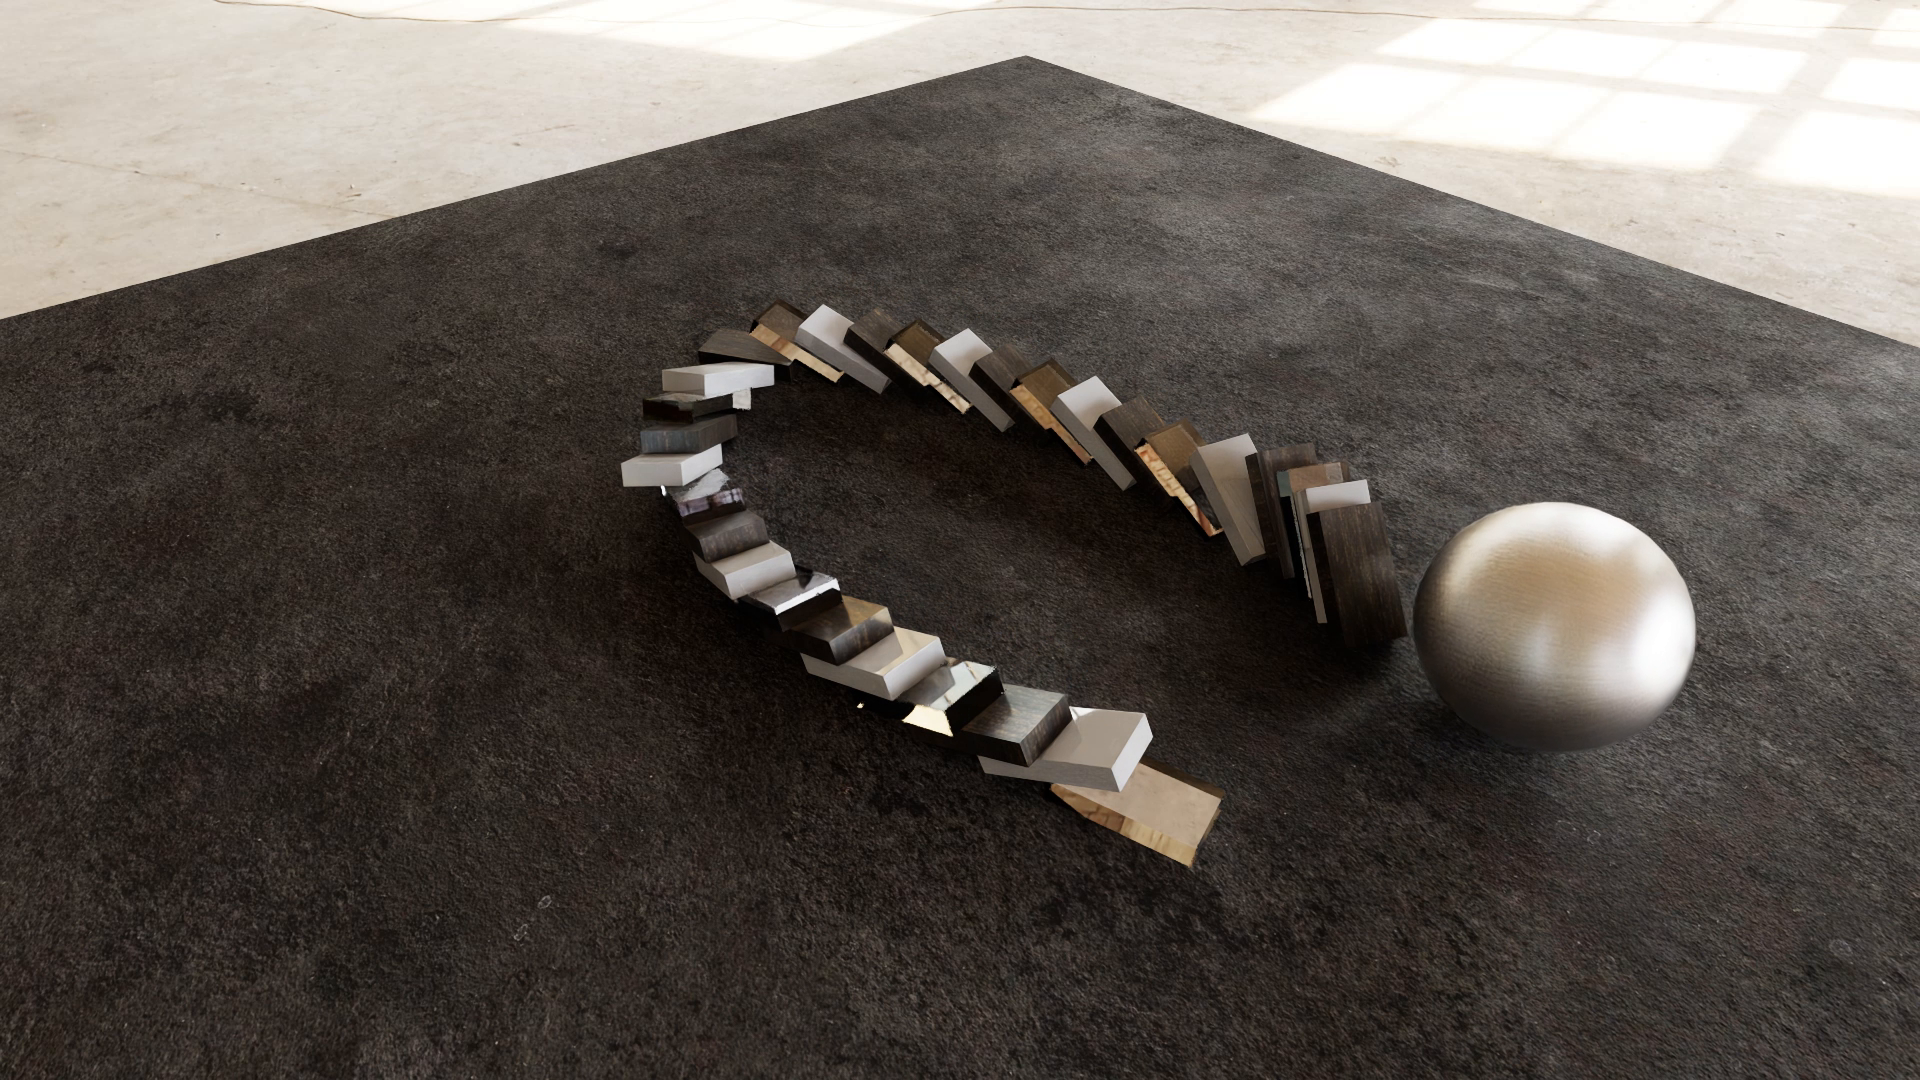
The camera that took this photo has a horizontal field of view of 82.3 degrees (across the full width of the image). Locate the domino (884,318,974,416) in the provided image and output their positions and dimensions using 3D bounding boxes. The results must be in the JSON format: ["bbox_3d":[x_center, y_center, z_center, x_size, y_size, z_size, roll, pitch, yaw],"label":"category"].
[{"bbox_3d":[-0.009,-0.084,0.530,0.050,0.010,0.025,40,49,7],"label":"domino"}]

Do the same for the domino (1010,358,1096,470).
[{"bbox_3d":[0.049,-0.058,0.498,0.025,0.009,0.050,-32,74,-33],"label":"domino"}]

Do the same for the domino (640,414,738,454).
[{"bbox_3d":[-0.118,-0.047,0.484,0.025,0.010,0.050,1,14,7],"label":"domino"}]

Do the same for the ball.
[{"bbox_3d":[0.189,0.028,0.354,0.080,0.080,0.080,0,39,0],"label":"ball"}]

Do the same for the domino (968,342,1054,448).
[{"bbox_3d":[0.030,-0.067,0.510,0.050,0.009,0.025,46,54,12],"label":"domino"}]

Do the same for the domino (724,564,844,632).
[{"bbox_3d":[-0.066,0.019,0.404,0.025,0.009,0.050,-26,21,-28],"label":"domino"}]

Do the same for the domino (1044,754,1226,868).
[{"bbox_3d":[0.055,0.080,0.346,0.050,0.010,0.025,21,44,24],"label":"domino"}]

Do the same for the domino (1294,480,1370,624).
[{"bbox_3d":[0.143,0.004,0.412,0.025,0.050,0.010,-9,-4,-11],"label":"domino"}]

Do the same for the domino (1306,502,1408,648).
[{"bbox_3d":[0.145,0.013,0.402,0.025,0.050,0.009,-9,-4,-11],"label":"domino"}]

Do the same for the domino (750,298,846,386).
[{"bbox_3d":[-0.077,-0.099,0.550,0.050,0.009,0.025,32,44,1],"label":"domino"}]

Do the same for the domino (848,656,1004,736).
[{"bbox_3d":[-0.012,0.049,0.367,0.025,0.009,0.050,-35,26,-34],"label":"domino"}]

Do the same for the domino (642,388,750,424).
[{"bbox_3d":[-0.119,-0.062,0.503,0.025,0.009,0.050,7,16,18],"label":"domino"}]

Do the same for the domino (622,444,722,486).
[{"bbox_3d":[-0.121,-0.032,0.466,0.025,0.009,0.050,0,14,6],"label":"domino"}]

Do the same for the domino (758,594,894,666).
[{"bbox_3d":[-0.048,0.030,0.391,0.025,0.009,0.050,-30,24,-32],"label":"domino"}]

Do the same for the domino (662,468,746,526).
[{"bbox_3d":[-0.106,-0.018,0.450,0.025,0.010,0.050,-16,18,-19],"label":"domino"}]

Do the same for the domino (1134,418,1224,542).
[{"bbox_3d":[0.098,-0.026,0.459,0.025,0.010,0.050,-25,70,-27],"label":"domino"}]

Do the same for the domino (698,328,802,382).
[{"bbox_3d":[-0.104,-0.094,0.559,0.050,0.010,0.025,11,41,13],"label":"domino"}]

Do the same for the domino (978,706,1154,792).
[{"bbox_3d":[0.033,0.065,0.349,0.050,0.010,0.025,-1,32,38],"label":"domino"}]

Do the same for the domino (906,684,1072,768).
[{"bbox_3d":[0.009,0.058,0.358,0.050,0.009,0.025,4,33,43],"label":"domino"}]

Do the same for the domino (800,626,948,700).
[{"bbox_3d":[-0.031,0.040,0.379,0.025,0.010,0.050,-33,25,-33],"label":"domino"}]

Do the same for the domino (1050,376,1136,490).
[{"bbox_3d":[0.066,-0.048,0.486,0.025,0.009,0.050,-30,73,-32],"label":"domino"}]

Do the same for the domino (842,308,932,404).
[{"bbox_3d":[-0.030,-0.091,0.538,0.050,0.010,0.025,39,48,6],"label":"domino"}]

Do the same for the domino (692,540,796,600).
[{"bbox_3d":[-0.083,0.008,0.417,0.025,0.009,0.050,-21,19,-22],"label":"domino"}]

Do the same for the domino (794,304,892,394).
[{"bbox_3d":[-0.054,-0.095,0.544,0.050,0.010,0.025,32,44,1],"label":"domino"}]

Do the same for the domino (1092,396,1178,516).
[{"bbox_3d":[0.083,-0.037,0.473,0.025,0.010,0.050,-27,71,-29],"label":"domino"}]

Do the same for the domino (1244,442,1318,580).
[{"bbox_3d":[0.130,-0.011,0.431,0.025,0.050,0.009,-11,-3,-13],"label":"domino"}]

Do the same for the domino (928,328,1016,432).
[{"bbox_3d":[0.012,-0.076,0.520,0.050,0.010,0.025,45,53,11],"label":"domino"}]

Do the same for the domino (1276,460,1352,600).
[{"bbox_3d":[0.139,-0.004,0.422,0.025,0.050,0.009,-9,-4,-11],"label":"domino"}]

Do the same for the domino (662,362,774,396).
[{"bbox_3d":[-0.114,-0.077,0.520,0.025,0.010,0.050,10,17,27],"label":"domino"}]

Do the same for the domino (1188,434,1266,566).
[{"bbox_3d":[0.115,-0.017,0.445,0.025,0.009,0.050,-17,72,-19],"label":"domino"}]

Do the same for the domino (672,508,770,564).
[{"bbox_3d":[-0.095,-0.004,0.433,0.025,0.010,0.050,-19,19,-21],"label":"domino"}]
